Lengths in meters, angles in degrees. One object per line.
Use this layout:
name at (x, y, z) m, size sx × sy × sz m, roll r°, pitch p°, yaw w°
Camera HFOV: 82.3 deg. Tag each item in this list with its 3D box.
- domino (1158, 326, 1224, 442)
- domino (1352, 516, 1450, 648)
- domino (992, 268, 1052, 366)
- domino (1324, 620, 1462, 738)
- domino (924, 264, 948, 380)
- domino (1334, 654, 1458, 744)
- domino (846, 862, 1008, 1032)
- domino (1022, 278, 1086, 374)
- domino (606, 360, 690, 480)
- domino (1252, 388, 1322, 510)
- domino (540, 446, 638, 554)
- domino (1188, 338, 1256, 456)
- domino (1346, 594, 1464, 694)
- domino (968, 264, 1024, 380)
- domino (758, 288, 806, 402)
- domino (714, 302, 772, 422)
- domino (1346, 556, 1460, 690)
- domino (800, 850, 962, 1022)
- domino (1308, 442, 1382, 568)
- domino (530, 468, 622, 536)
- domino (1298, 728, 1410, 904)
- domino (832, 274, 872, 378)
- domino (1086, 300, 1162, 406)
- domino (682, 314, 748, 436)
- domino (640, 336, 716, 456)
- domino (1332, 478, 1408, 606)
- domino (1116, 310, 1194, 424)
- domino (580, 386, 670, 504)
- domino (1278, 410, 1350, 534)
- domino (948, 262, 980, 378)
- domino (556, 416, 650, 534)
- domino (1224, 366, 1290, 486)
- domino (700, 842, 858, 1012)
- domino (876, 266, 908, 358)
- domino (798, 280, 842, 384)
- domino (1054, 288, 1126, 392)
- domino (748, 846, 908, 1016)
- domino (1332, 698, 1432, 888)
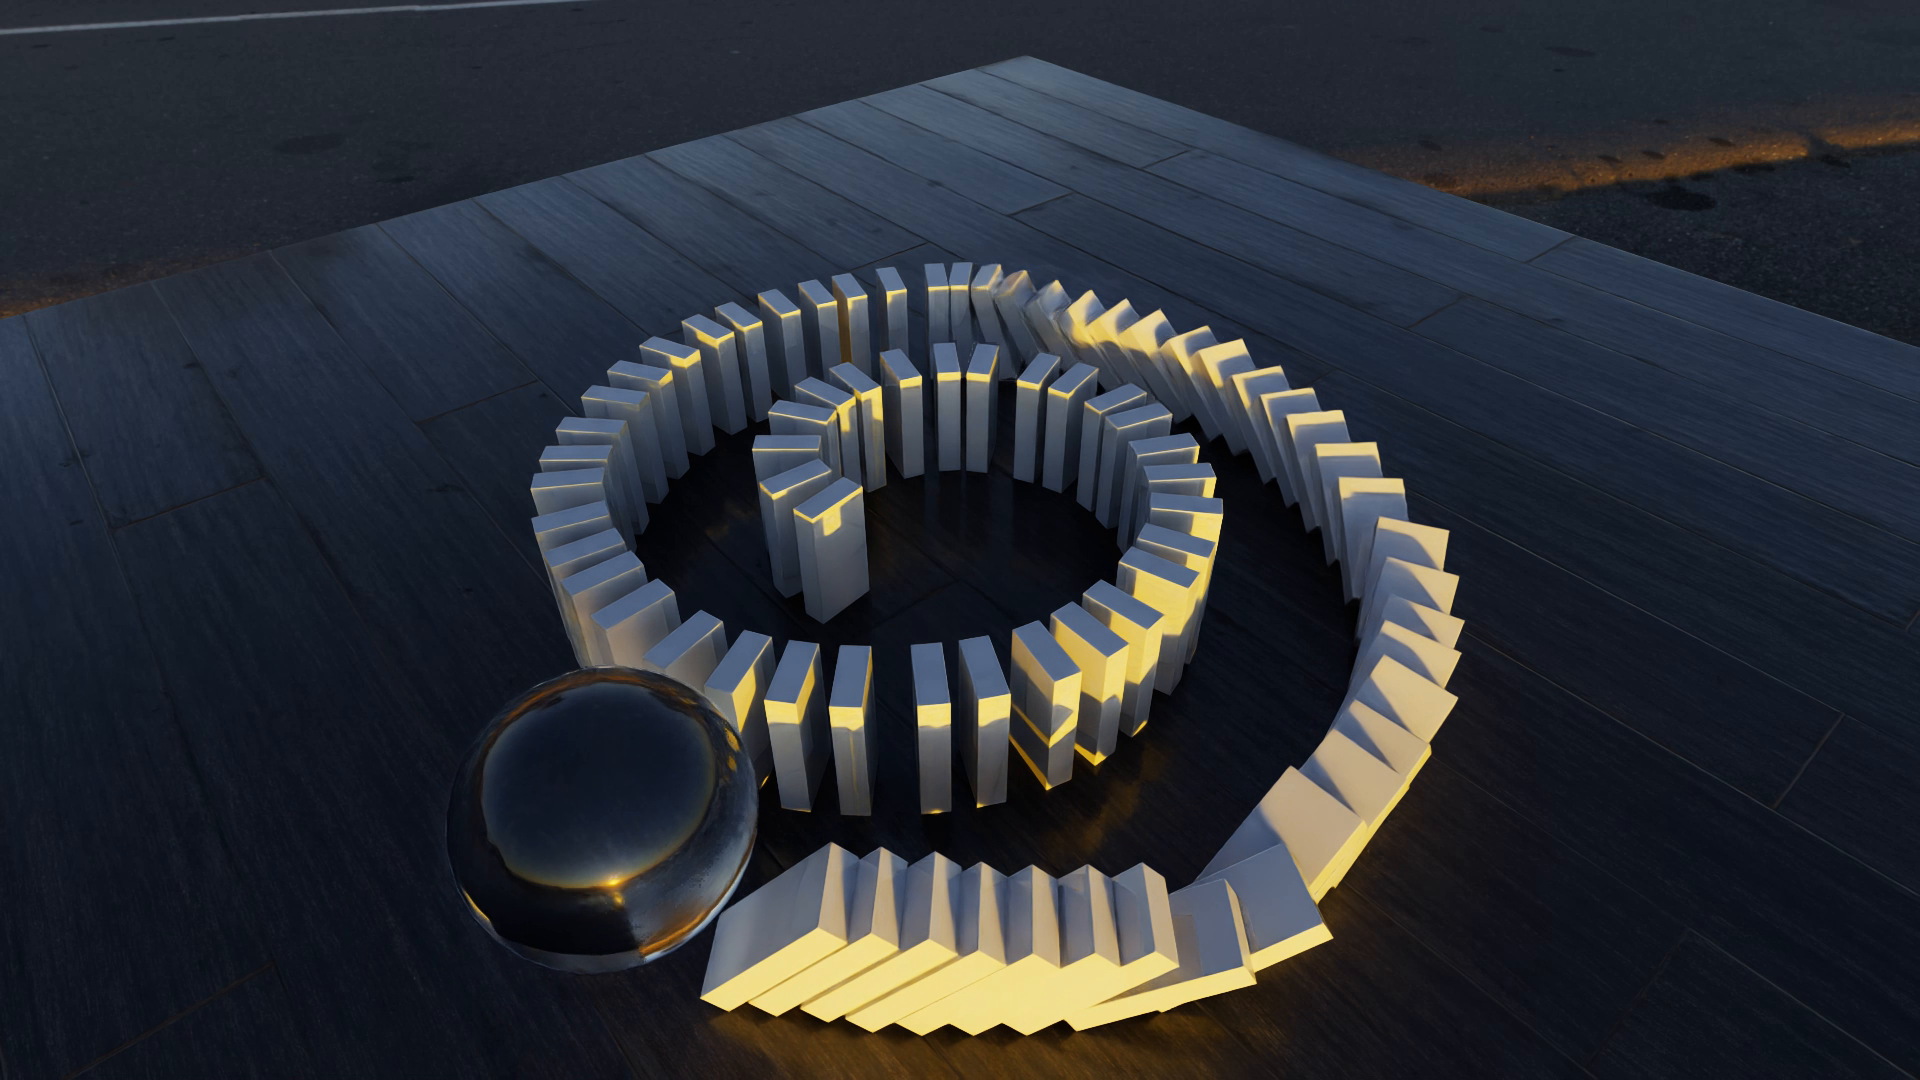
domino at (0.116, -0.073, 0.511) m, size 0.025 × 0.010 × 0.050 m, roll -23°, pitch 80°, yaw -26°
domino at (0.163, 0.018, 0.405) m, size 0.025 × 0.009 × 0.050 m, roll 13°, pitch 67°, yaw 15°
domino at (0.035, -0.104, 0.540) m, size 0.010 × 0.050 × 0.025 m, roll -12°, pitch 31°, yaw 32°
domino at (0.139, 0.054, 0.357) m, size 0.025 × 0.009 × 0.050 m, roll 26°, pitch 77°, yaw 25°
domino at (-0.011, -0.108, 0.543) m, size 0.009 × 0.050 × 0.025 m, roll -4°, pitch 39°, yaw -5°
domino at (0.130, 0.064, 0.345) m, size 0.025 × 0.010 × 0.050 m, roll 33°, pitch 80°, yaw 27°
domino at (-0.009, 0.107, 0.287) m, size 0.009 × 0.050 × 0.025 m, roll 37°, pitch 32°, yaw -24°
domino at (0.053, -0.099, 0.537) m, size 0.009 × 0.050 × 0.025 m, roll -21°, pitch 21°, yaw 42°
domino at (-0.134, -0.051, 0.474) m, size 0.025 × 0.050 × 0.009 m, roll 13°, pitch 41°, yaw 15°
domino at (0.146, -0.040, 0.472) m, size 0.025 × 0.010 × 0.050 m, roll -9°, pitch 72°, yaw -11°
domino at (-0.144, -0.013, 0.428) m, size 0.025 × 0.050 × 0.009 m, roll -1°, pitch 39°, yaw -1°
domino at (0.126, -0.065, 0.501) m, size 0.025 × 0.009 × 0.050 m, roll -17°, pitch 78°, yaw -22°
domino at (0.148, 0.046, 0.371) m, size 0.025 × 0.009 × 0.050 m, roll 22°, pitch 71°, yaw 25°
domino at (0.019, -0.107, 0.542) m, size 0.010 × 0.050 × 0.025 m, roll -5°, pitch 36°, yaw 23°
domino at (-0.083, -0.090, 0.522) m, size 0.009 × 0.050 × 0.025 m, roll -22°, pitch 44°, yaw -25°
domino at (-0.100, -0.083, 0.512) m, size 0.009 × 0.050 × 0.025 m, roll -28°, pitch 47°, yaw -30°
domino at (0.156, 0.033, 0.388) m, size 0.025 × 0.010 × 0.050 m, roll 17°, pitch 68°, yaw 20°
domino at (-0.021, 0.104, 0.288) m, size 0.009 × 0.050 × 0.025 m, roll 37°, pitch 32°, yaw -24°
domino at (0.158, -0.014, 0.442) m, size 0.025 × 0.009 × 0.050 m, roll -2°, pitch 69°, yaw -2°
domino at (-0.142, -0.003, 0.415) m, size 0.025 × 0.050 × 0.009 m, roll -6°, pitch 40°, yaw -7°
domino at (0.105, 0.083, 0.321) m, size 0.025 × 0.009 × 0.050 m, roll 37°, pitch 83°, yaw 35°
domino at (-0.052, -0.101, 0.534) m, size 0.009 × 0.050 × 0.025 m, roll -15°, pitch 42°, yaw -17°
domino at (0.084, -0.088, 0.527) m, size 0.025 × 0.010 × 0.050 m, roll -39°, pitch 95°, yaw -38°
domino at (-0.112, -0.075, 0.504) m, size 0.025 × 0.050 × 0.009 m, roll 30°, pitch 48°, yaw 31°
domino at (-0.125, -0.063, 0.489) m, size 0.025 × 0.050 × 0.009 m, roll 19°, pitch 43°, yaw 22°
domino at (0.160, 0.001, 0.425) m, size 0.025 × 0.009 × 0.050 m, roll 1°, pitch 67°, yaw 1°
domino at (0.098, -0.082, 0.520) m, size 0.025 × 0.009 × 0.050 m, roll -35°, pitch 90°, yaw -35°
domino at (-0.139, -0.039, 0.459) m, size 0.025 × 0.050 × 0.009 m, roll 8°, pitch 40°, yaw 10°
domino at (0.152, -0.029, 0.459) m, size 0.025 × 0.009 × 0.050 m, roll -6°, pitch 71°, yaw -9°
domino at (0.002, -0.108, 0.543) m, size 0.010 × 0.050 × 0.025 m, roll 0°, pitch 39°, yaw 8°
domino at (-0.143, -0.025, 0.442) m, size 0.025 × 0.050 × 0.009 m, roll 4°, pitch 39°, yaw 5°
domino at (0.138, -0.051, 0.486) m, size 0.025 × 0.009 × 0.050 m, roll -13°, pitch 73°, yaw -15°
domino at (-0.048, 0.103, 0.292) m, size 0.010 × 0.050 × 0.025 m, roll 37°, pitch 32°, yaw -24°
domino at (-0.033, -0.105, 0.540) m, size 0.010 × 0.050 × 0.025 m, roll -10°, pitch 40°, yaw -12°
domino at (-0.067, -0.097, 0.529) m, size 0.009 × 0.050 × 0.025 m, roll -18°, pitch 43°, yaw -21°
domino at (0.069, -0.094, 0.533) m, size 0.050 × 0.009 × 0.025 m, roll 53°, pitch 48°, yaw -9°
domino at (-0.035, 0.104, 0.290) m, size 0.009 × 0.050 × 0.025 m, roll 37°, pitch 32°, yaw -24°
domino at (0.116, 0.076, 0.331) m, size 0.025 × 0.009 × 0.050 m, roll 34°, pitch 81°, yaw 34°
